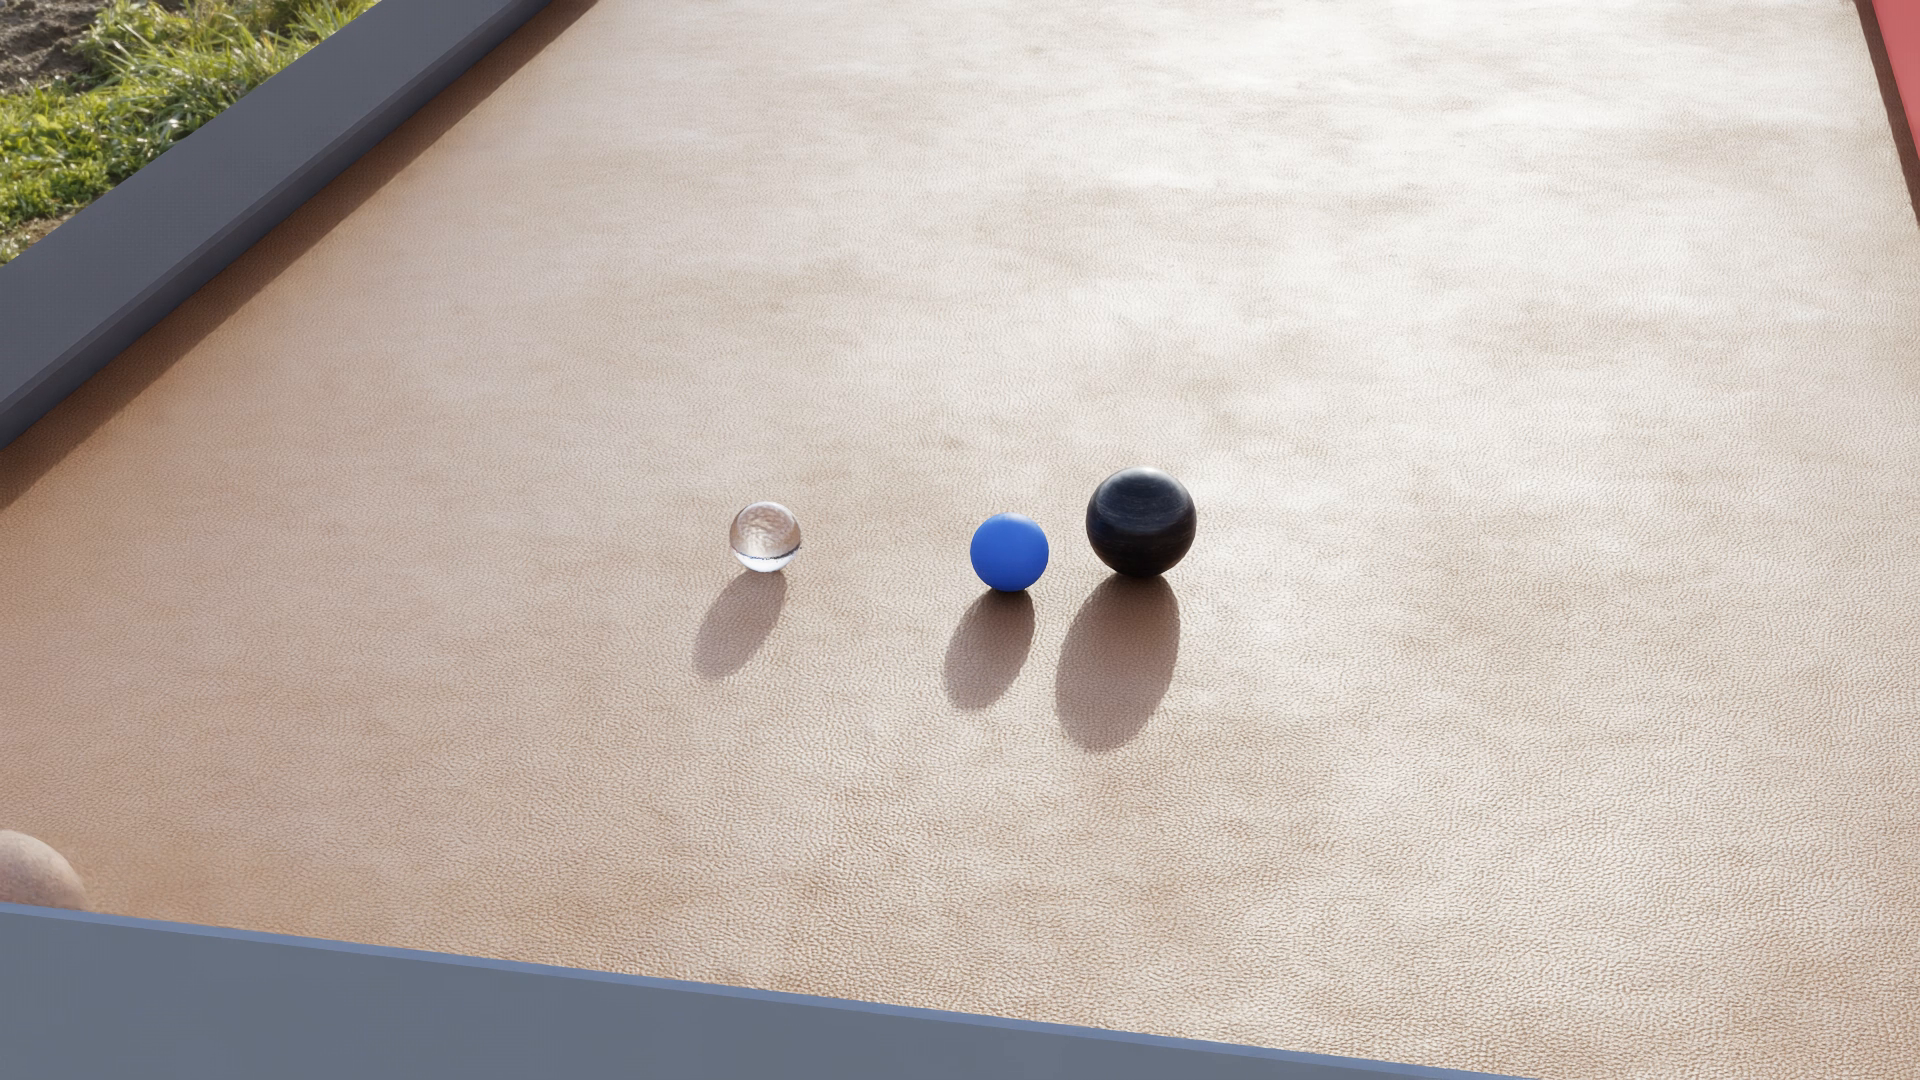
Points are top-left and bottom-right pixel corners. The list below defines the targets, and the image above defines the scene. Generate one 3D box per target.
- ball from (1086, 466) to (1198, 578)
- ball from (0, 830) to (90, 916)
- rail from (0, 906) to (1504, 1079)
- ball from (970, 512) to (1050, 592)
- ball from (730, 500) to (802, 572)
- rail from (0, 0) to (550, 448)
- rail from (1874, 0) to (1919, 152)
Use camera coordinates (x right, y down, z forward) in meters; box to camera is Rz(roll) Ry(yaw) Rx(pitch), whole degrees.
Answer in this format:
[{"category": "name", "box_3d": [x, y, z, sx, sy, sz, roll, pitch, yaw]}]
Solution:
[{"category": "ball", "box_3d": [0.118, -0.012, 1.908, 0.073, 0.073, 0.073, 0, 26, 0]}, {"category": "ball", "box_3d": [-0.480, 0.191, 1.456, 0.095, 0.095, 0.095, 0, 26, 0]}, {"category": "rail", "box_3d": [-0.126, 0.238, 1.322, 1.429, 0.124, 0.045, 5, 26, 10]}, {"category": "ball", "box_3d": [0.032, 0.008, 1.891, 0.051, 0.051, 0.051, 0, 26, 0]}, {"category": "ball", "box_3d": [-0.127, -0.002, 1.917, 0.047, 0.047, 0.047, 0, 26, 0]}, {"category": "rail", "box_3d": [-0.547, -0.372, 2.600, 0.045, 0.124, 2.658, 5, 26, 10]}, {"category": "rail", "box_3d": [0.808, -0.255, 2.355, 0.045, 0.124, 2.658, 5, 26, 10]}]
